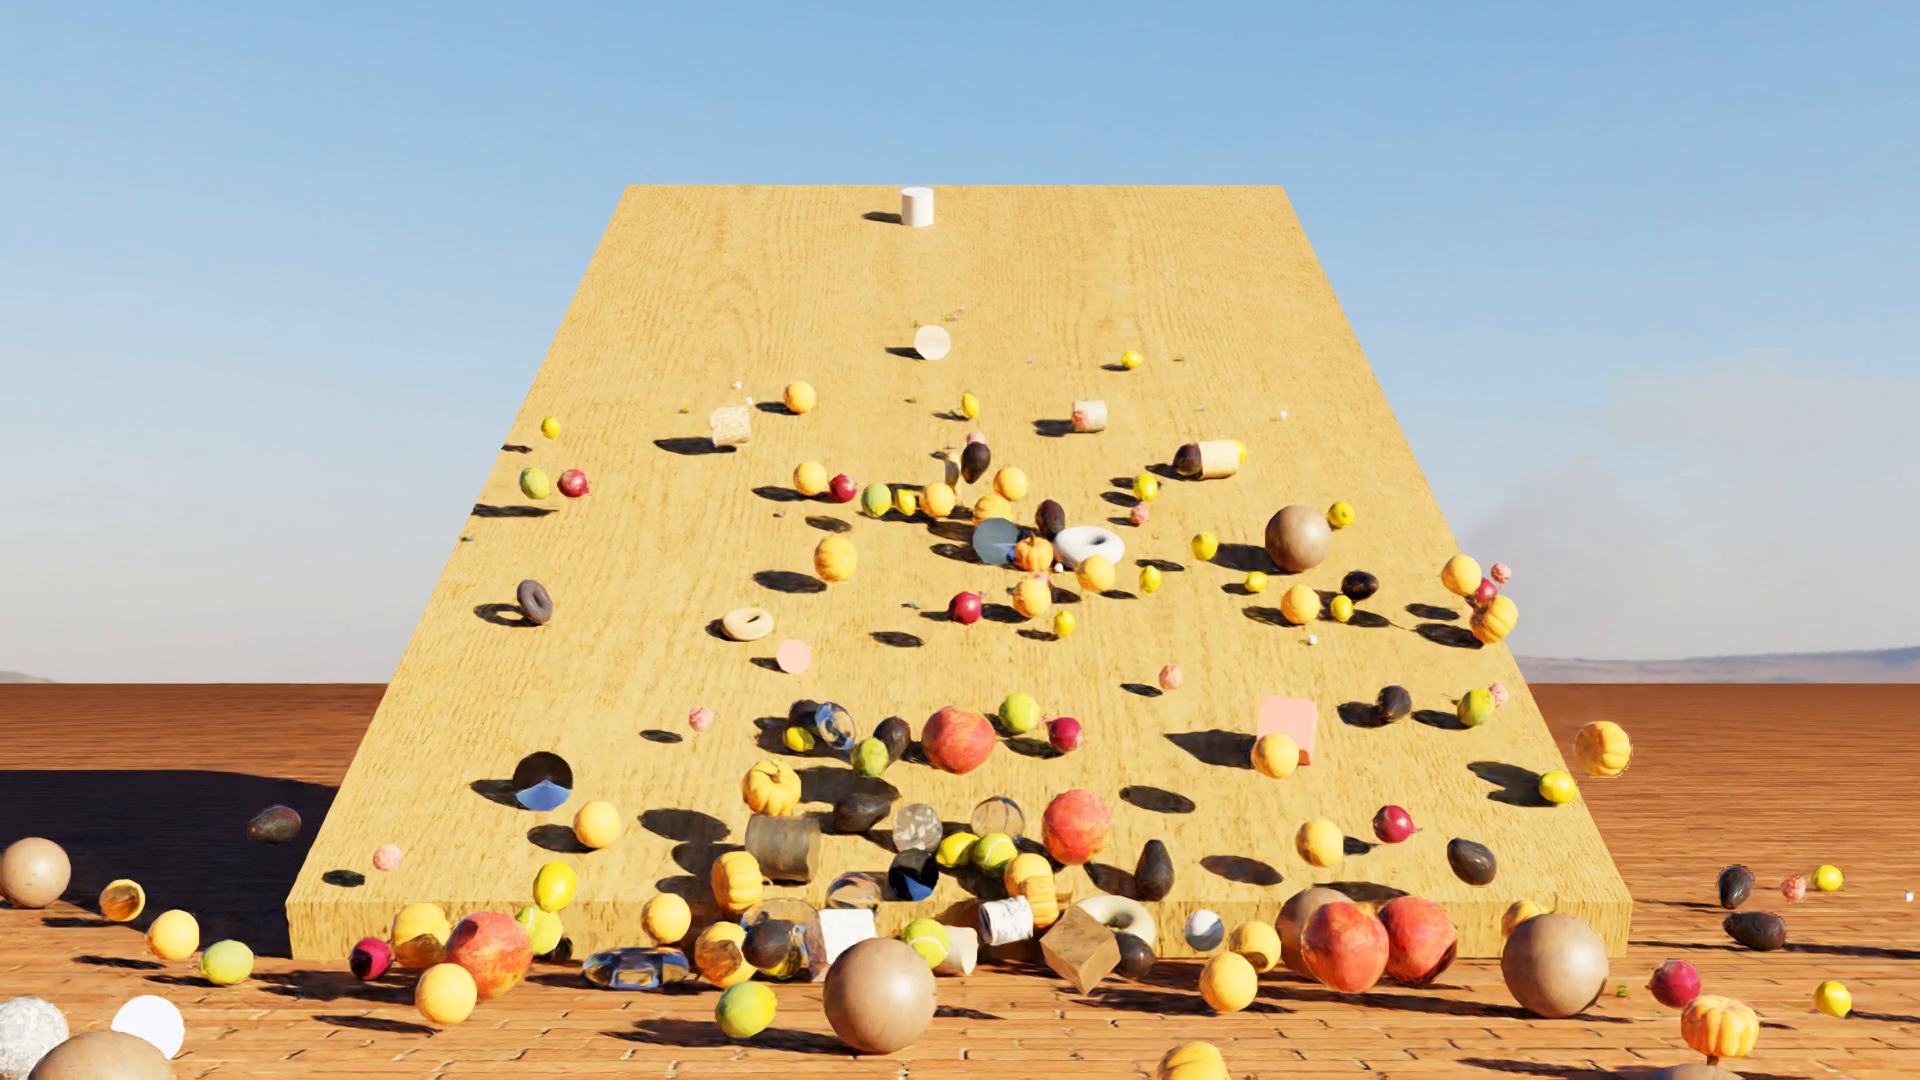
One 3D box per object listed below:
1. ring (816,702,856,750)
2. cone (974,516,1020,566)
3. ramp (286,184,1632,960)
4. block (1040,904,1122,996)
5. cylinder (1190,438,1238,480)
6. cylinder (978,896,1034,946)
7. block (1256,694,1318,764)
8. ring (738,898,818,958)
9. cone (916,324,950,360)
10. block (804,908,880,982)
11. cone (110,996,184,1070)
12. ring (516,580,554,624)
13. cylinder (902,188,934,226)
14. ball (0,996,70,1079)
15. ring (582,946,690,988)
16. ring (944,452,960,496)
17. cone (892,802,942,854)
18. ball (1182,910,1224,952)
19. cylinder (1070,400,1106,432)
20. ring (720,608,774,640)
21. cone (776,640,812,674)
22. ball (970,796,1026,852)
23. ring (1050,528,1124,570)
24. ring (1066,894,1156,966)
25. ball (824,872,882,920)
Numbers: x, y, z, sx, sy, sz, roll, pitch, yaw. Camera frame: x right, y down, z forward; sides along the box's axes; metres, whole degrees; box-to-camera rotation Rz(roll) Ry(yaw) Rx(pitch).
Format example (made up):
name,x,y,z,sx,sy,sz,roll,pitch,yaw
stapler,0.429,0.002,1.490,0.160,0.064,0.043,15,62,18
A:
name,x,y,z,sx,sy,sz,roll,pitch,yaw
ring,-0.205,0.307,3.840,0.029,0.087,0.087,-32,-18,25
cone,0.061,0.005,4.599,0.096,0.096,0.096,1,-4,-13
ramp,-0.008,-0.228,5.299,2.000,0.100,4.000,0,24,0
block,0.146,0.494,2.807,0.064,0.064,0.064,34,-24,33
cylinder,0.542,-0.173,4.954,0.079,0.079,0.079,-8,-2,-11
cylinder,0.066,0.547,3.338,0.062,0.062,0.062,-10,0,-16
block,0.537,0.312,3.814,0.085,0.085,0.085,7,-19,14
ring,-0.258,0.559,3.359,0.123,0.041,0.123,0,25,0
cone,-0.075,-0.477,5.690,0.087,0.087,0.087,1,-3,-11
block,-0.164,0.562,3.218,0.076,0.076,0.076,1,-31,-23
cone,-0.891,0.535,2.520,0.077,0.077,0.077,2,-14,-35
ring,-0.786,0.114,4.298,0.029,0.088,0.088,-29,-13,18
cylinder,-0.122,-0.962,6.717,0.092,0.092,0.092,0,24,0
ball,-0.975,0.521,2.420,0.090,0.090,0.090,0,-3,0
ring,-0.444,0.585,3.185,0.145,0.048,0.145,0,-5,0
ring,-0.015,-0.136,4.822,0.031,0.094,0.094,-3,-3,-1
cone,-0.046,0.450,3.597,0.087,0.087,0.087,-2,-7,27
ball,0.350,0.561,3.339,0.060,0.060,0.060,0,-3,0
cylinder,0.287,-0.278,5.204,0.069,0.069,0.069,-4,-3,-9
ring,-0.391,0.154,4.272,0.098,0.033,0.098,-1,24,1
cone,-0.296,0.208,4.158,0.062,0.062,0.062,0,-3,-3
ball,0.058,0.436,3.573,0.086,0.086,0.086,0,-3,0
ring,0.250,0.016,4.568,0.146,0.049,0.146,1,24,-1
ring,0.213,0.562,3.353,0.140,0.047,0.140,0,27,0
ball,-0.151,0.511,3.297,0.081,0.081,0.081,0,-3,0
